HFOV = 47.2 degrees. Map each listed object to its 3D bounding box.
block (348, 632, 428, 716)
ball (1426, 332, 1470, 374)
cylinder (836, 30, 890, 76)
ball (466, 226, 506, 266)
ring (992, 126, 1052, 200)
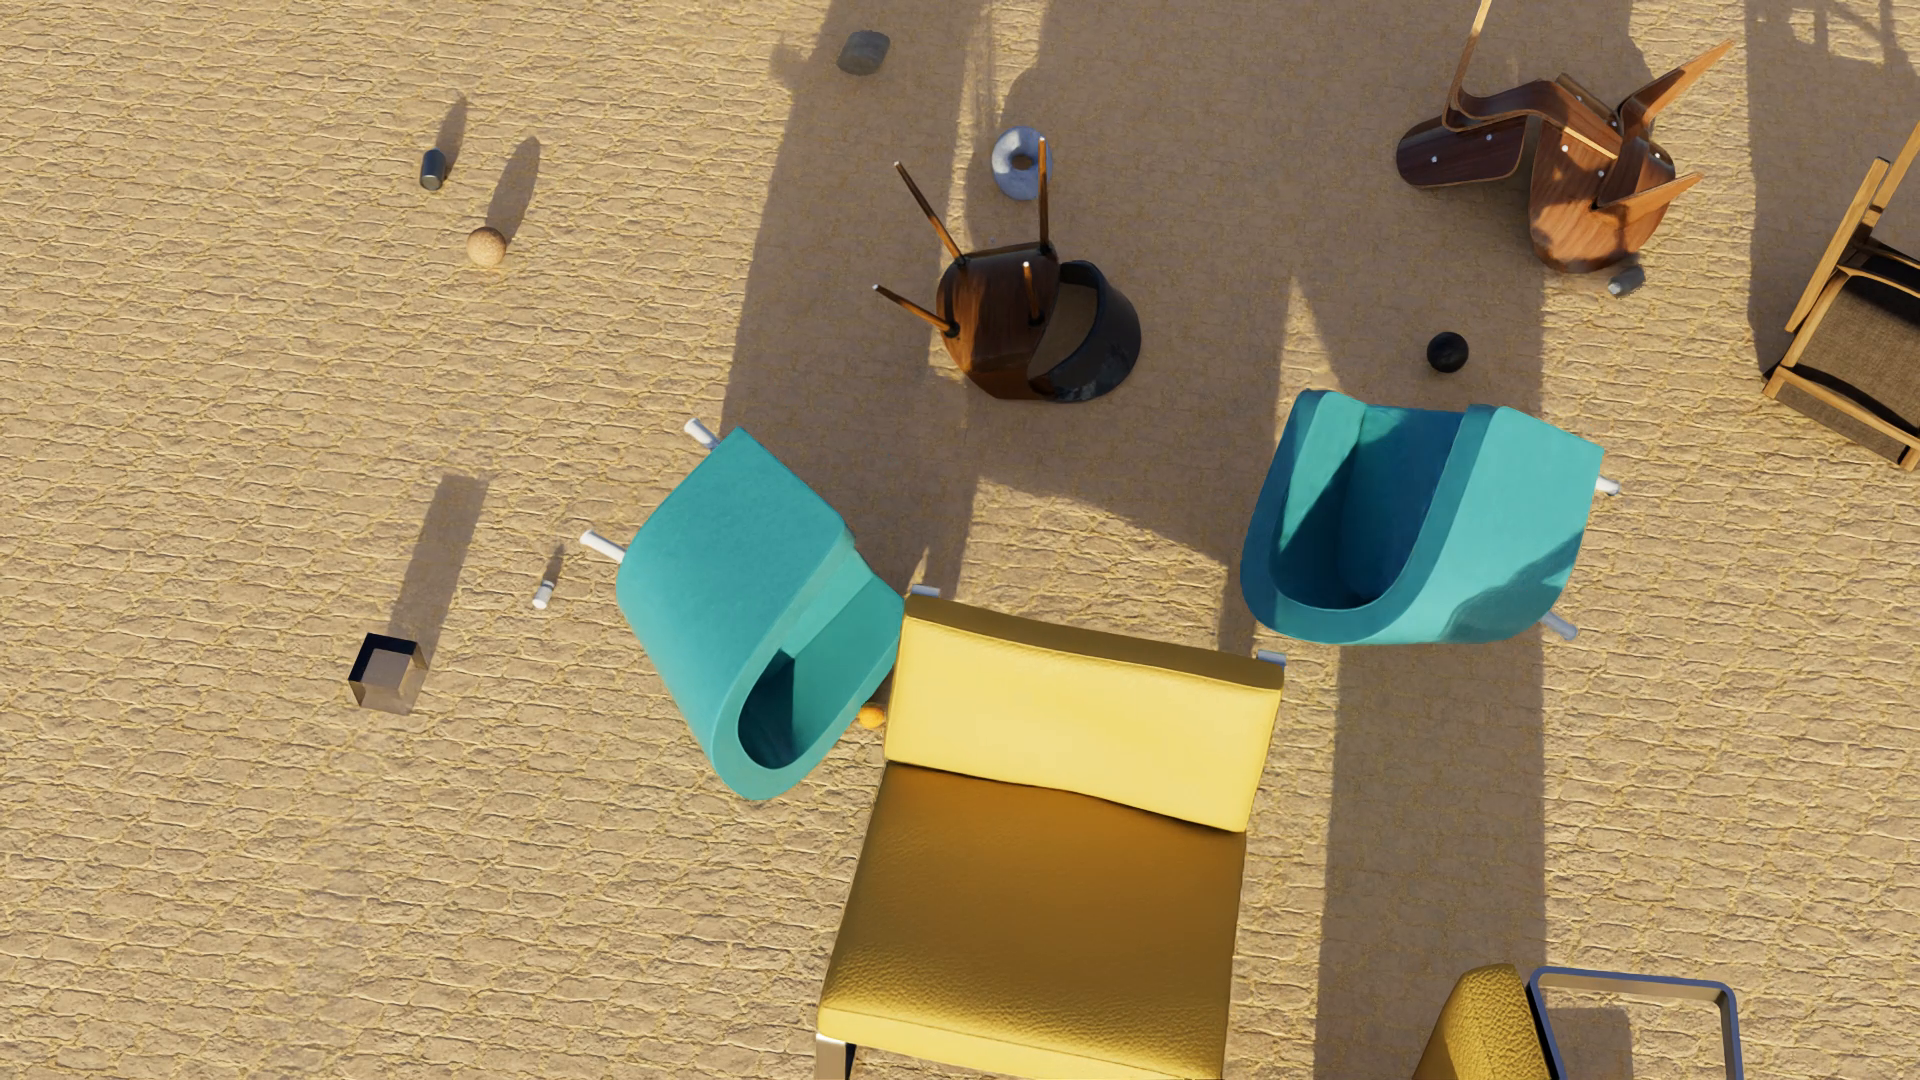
[{"bbox_3d":[-1.617,0.382,6.225,0.149,0.155,0.158,10,57,7],"label":"block"},{"bbox_3d":[1.529,-0.588,6.890,0.130,0.130,0.130,0,56,0],"label":"ball"},{"bbox_3d":[-0.336,-1.697,7.655,0.159,0.087,0.129,7,58,25],"label":"cylinder"},{"bbox_3d":[-1.536,-0.953,7.136,0.128,0.128,0.128,0,56,0],"label":"ball"},{"bbox_3d":[0.208,-1.264,7.368,0.206,0.093,0.313,-2,55,0],"label":"ring"}]
